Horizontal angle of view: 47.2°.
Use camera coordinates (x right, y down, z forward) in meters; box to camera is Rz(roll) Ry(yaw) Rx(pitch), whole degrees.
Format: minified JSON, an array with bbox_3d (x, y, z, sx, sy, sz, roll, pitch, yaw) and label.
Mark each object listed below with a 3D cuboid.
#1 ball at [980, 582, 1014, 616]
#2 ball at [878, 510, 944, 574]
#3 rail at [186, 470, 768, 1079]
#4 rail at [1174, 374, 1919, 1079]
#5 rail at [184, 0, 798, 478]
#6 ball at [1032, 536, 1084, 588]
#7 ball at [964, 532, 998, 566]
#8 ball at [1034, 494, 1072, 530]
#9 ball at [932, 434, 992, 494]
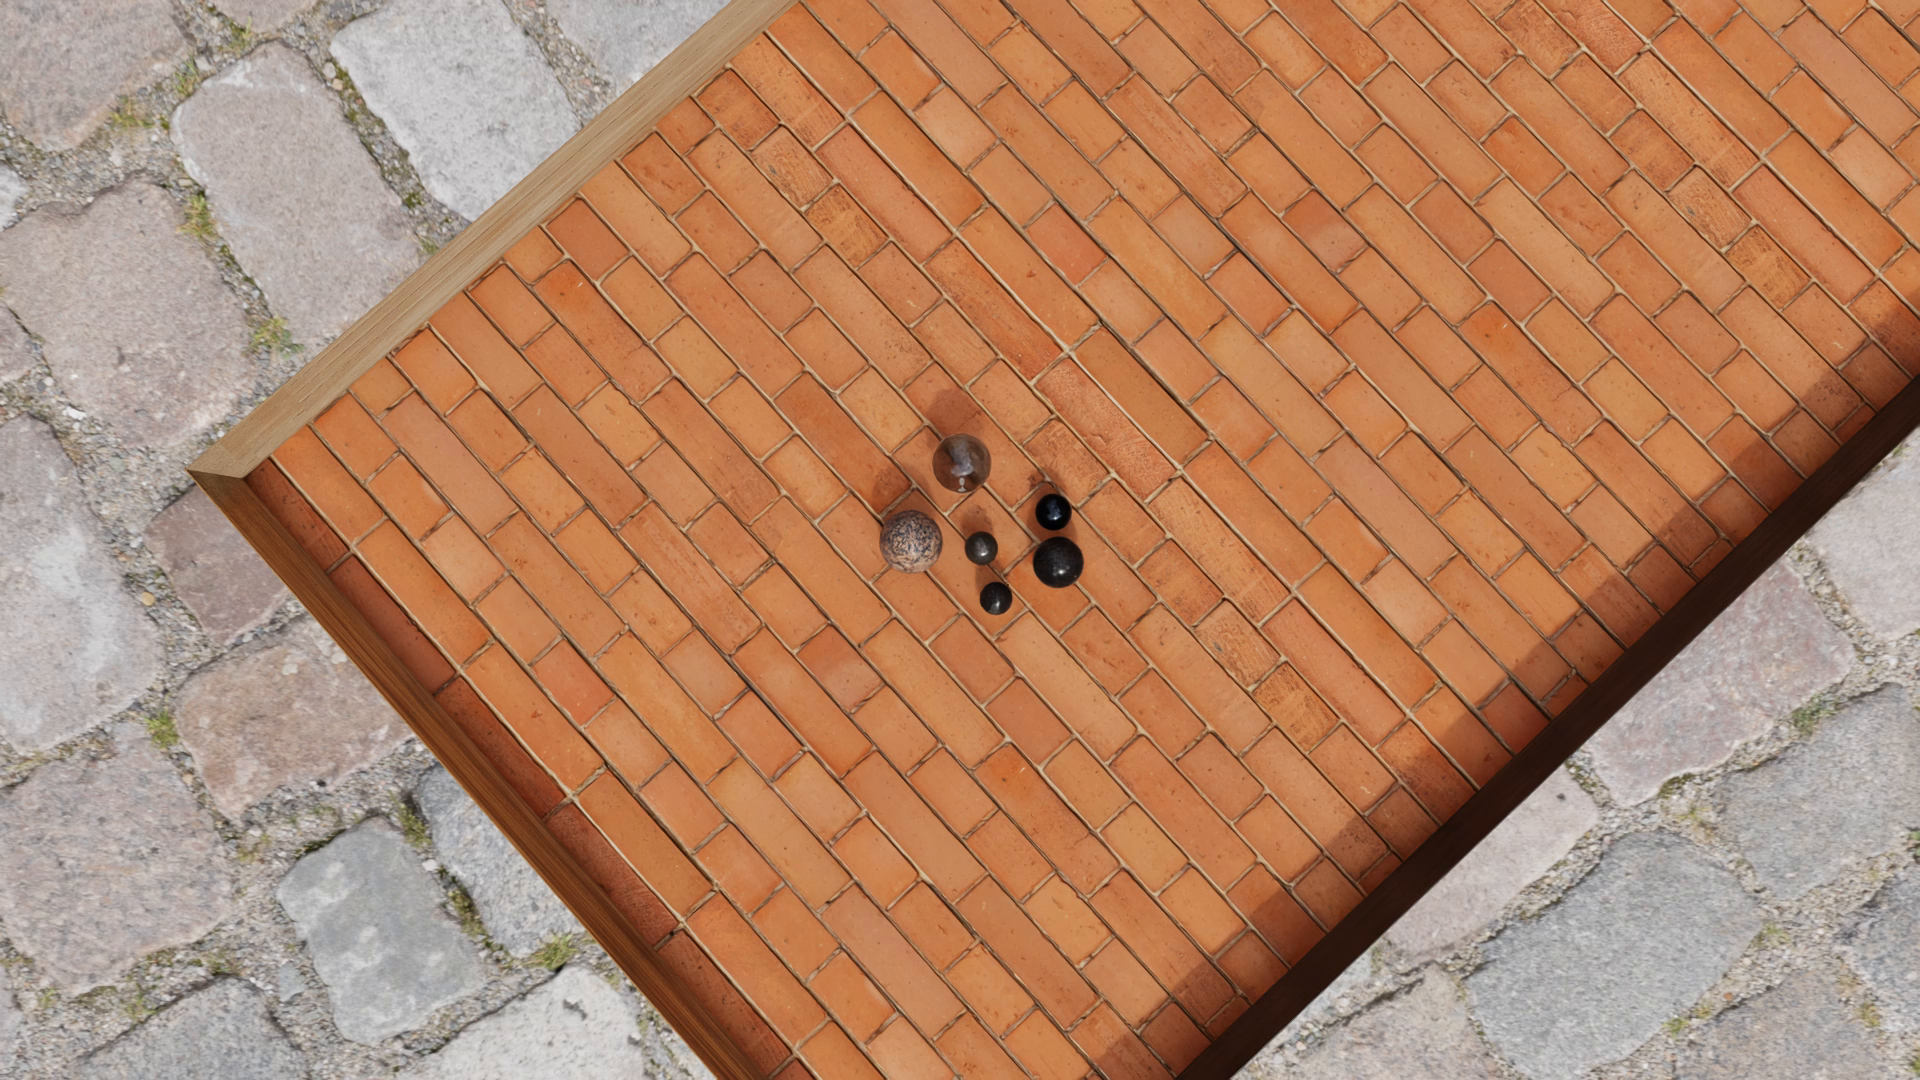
[{"bbox_3d":[0.054,0.087,3.268,0.050,0.050,0.050,0,81,0],"label":"ball"},{"bbox_3d":[-0.072,0.003,3.257,0.095,0.095,0.095,0,81,0],"label":"ball"},{"bbox_3d":[-0.554,0.495,3.168,0.045,0.124,1.655,-42,84,-6],"label":"rail"},{"bbox_3d":[1.113,0.068,3.232,3.092,0.124,0.045,-42,84,-6],"label":"rail"},{"bbox_3d":[0.030,-1.106,3.410,3.092,0.124,0.045,-42,84,-6],"label":"rail"},{"bbox_3d":[0.146,0.034,3.262,0.078,0.078,0.078,0,81,0],"label":"ball"},{"bbox_3d":[0.032,0.012,3.279,0.051,0.051,0.051,0,81,0],"label":"ball"},{"bbox_3d":[0.140,-0.042,3.284,0.056,0.056,0.056,0,81,0],"label":"ball"},{"bbox_3d":[0.003,-0.114,3.278,0.090,0.090,0.090,0,81,0],"label":"ball"}]
